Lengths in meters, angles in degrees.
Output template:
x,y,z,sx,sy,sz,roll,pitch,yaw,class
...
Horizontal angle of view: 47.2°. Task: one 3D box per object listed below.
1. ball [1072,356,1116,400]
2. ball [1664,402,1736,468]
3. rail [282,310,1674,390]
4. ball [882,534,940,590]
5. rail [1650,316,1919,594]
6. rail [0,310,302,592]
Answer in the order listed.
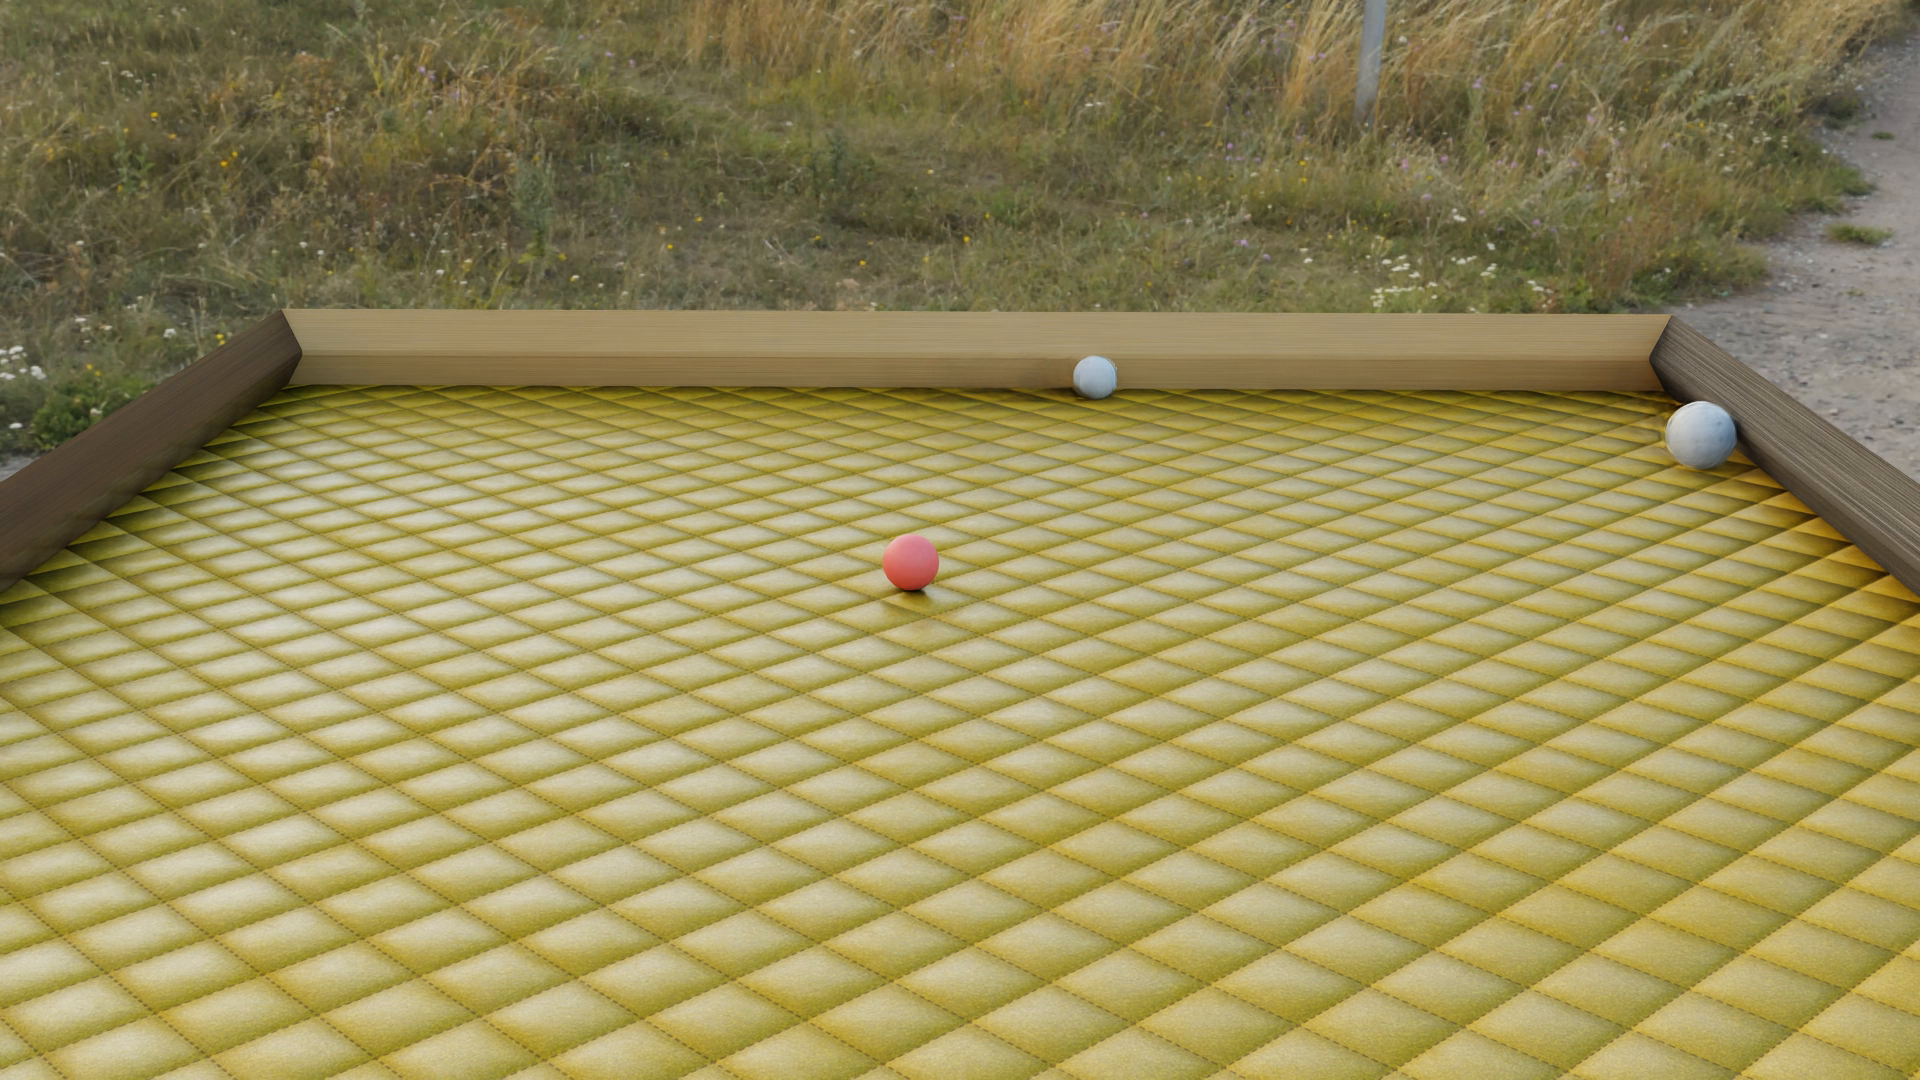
x,y,z,sx,sy,sz,roll,pitch,yaw,class
0.220,-0.266,3.600,0.072,0.072,0.072,0,17,0,ball
1.073,-0.152,3.188,0.098,0.098,0.098,0,17,0,ball
0.020,-0.311,3.649,2.314,0.127,0.045,0,17,1,rail
-0.059,0.027,2.660,0.069,0.069,0.069,0,17,0,ball
1.113,0.268,1.776,0.045,0.127,3.921,0,17,1,rail
-1.153,0.255,1.821,0.045,0.127,3.921,0,17,1,rail
